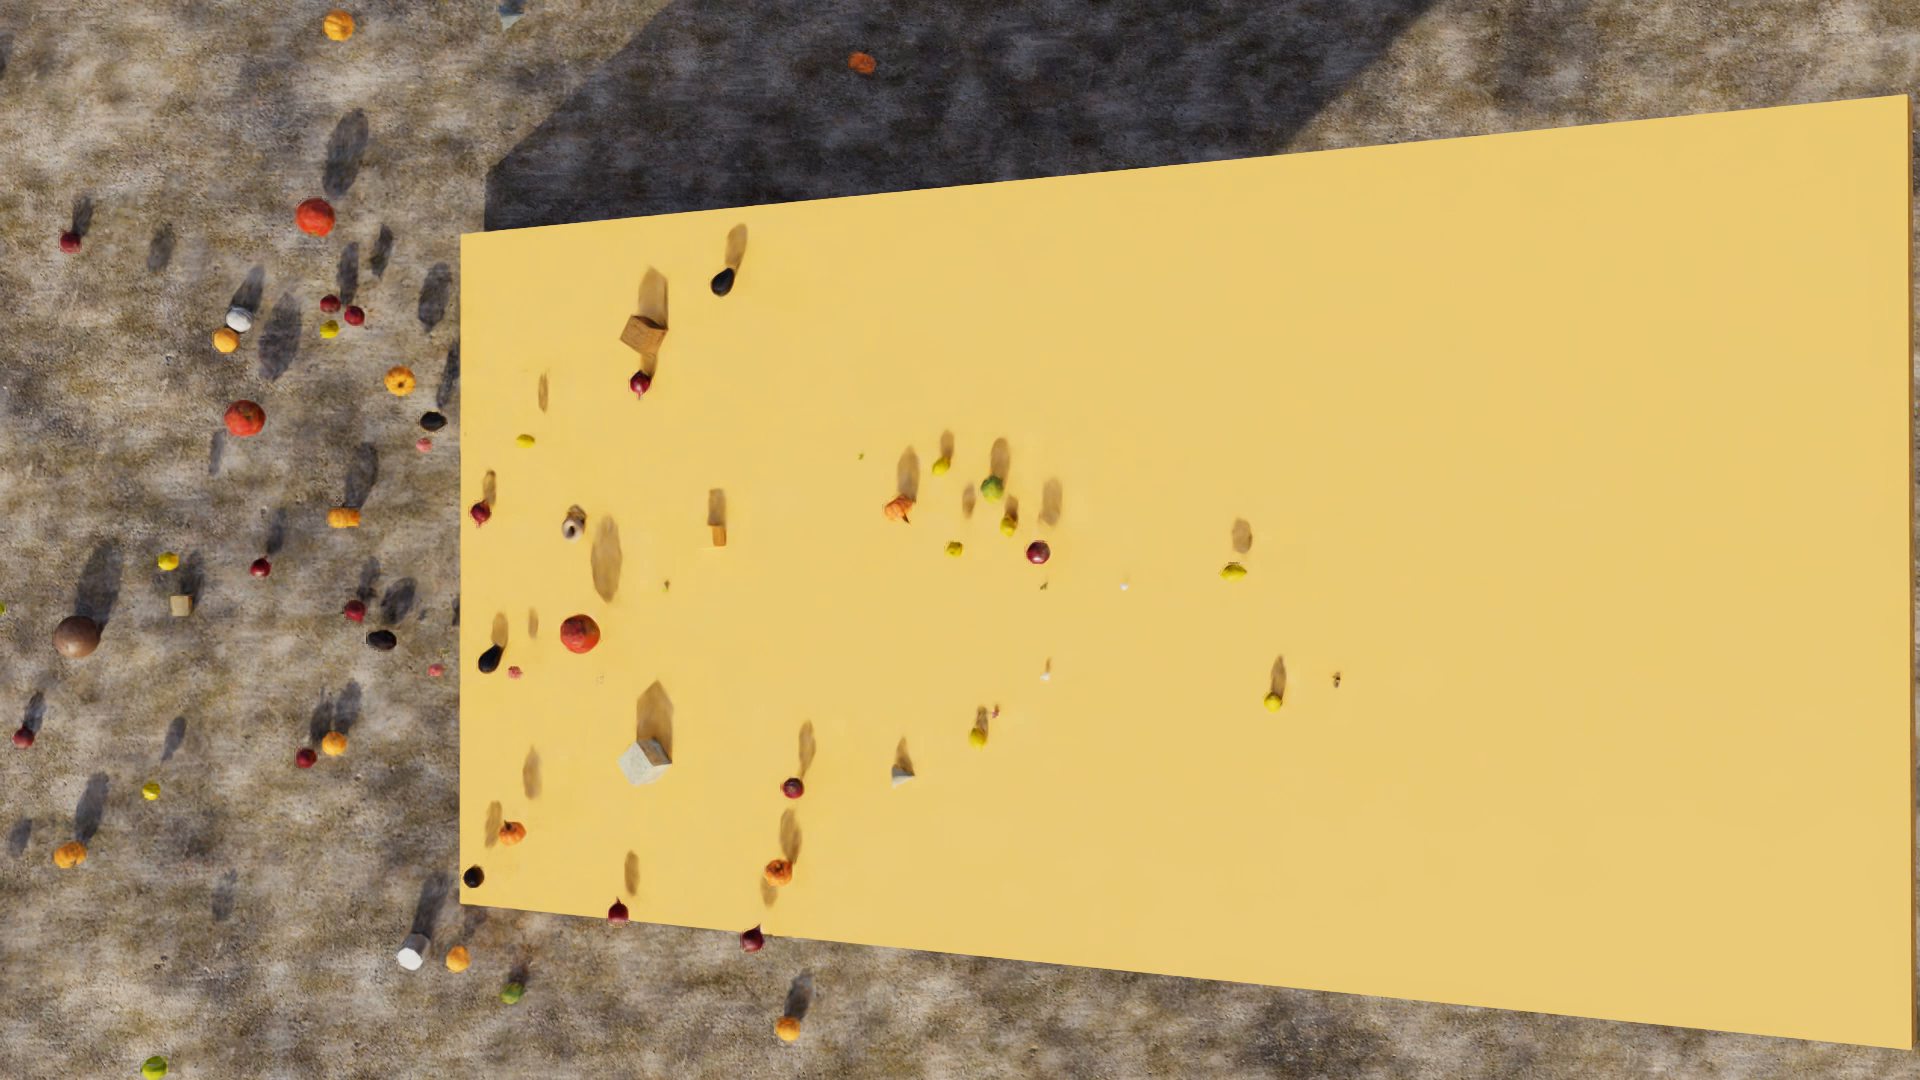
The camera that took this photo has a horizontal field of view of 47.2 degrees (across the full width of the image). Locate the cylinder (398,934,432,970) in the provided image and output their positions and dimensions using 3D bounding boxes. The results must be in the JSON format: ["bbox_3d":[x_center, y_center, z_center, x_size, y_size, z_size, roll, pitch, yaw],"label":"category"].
[{"bbox_3d":[-1.637,1.235,6.598,0.077,0.077,0.077,4,117,9],"label":"cylinder"}]

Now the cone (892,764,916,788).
[{"bbox_3d":[-0.147,0.623,5.790,0.064,0.064,0.064,-1,89,3],"label":"cone"}]

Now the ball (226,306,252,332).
[{"bbox_3d":[-2.172,-0.666,6.631,0.075,0.075,0.075,0,89,0],"label":"ball"}]

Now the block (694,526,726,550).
[{"bbox_3d":[-0.691,-0.007,6.087,0.058,0.058,0.058,-8,86,29],"label":"block"}]

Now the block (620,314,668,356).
[{"bbox_3d":[-0.892,-0.577,6.194,0.080,0.080,0.080,35,106,25],"label":"block"}]

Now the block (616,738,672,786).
[{"bbox_3d":[-0.886,0.624,6.173,0.091,0.091,0.091,-45,69,22],"label":"block"}]

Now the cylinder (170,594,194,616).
[{"bbox_3d":[-2.343,0.198,6.625,0.063,0.063,0.063,-4,91,0],"label":"cylinder"}]

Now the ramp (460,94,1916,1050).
[{"bbox_3d":[0.272,0.075,5.632,4.000,0.100,2.000,0,89,30],"label":"ramp"}]

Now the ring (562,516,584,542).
[{"bbox_3d":[-1.118,-0.030,6.348,0.077,0.026,0.077,1,91,29],"label":"ring"}]
